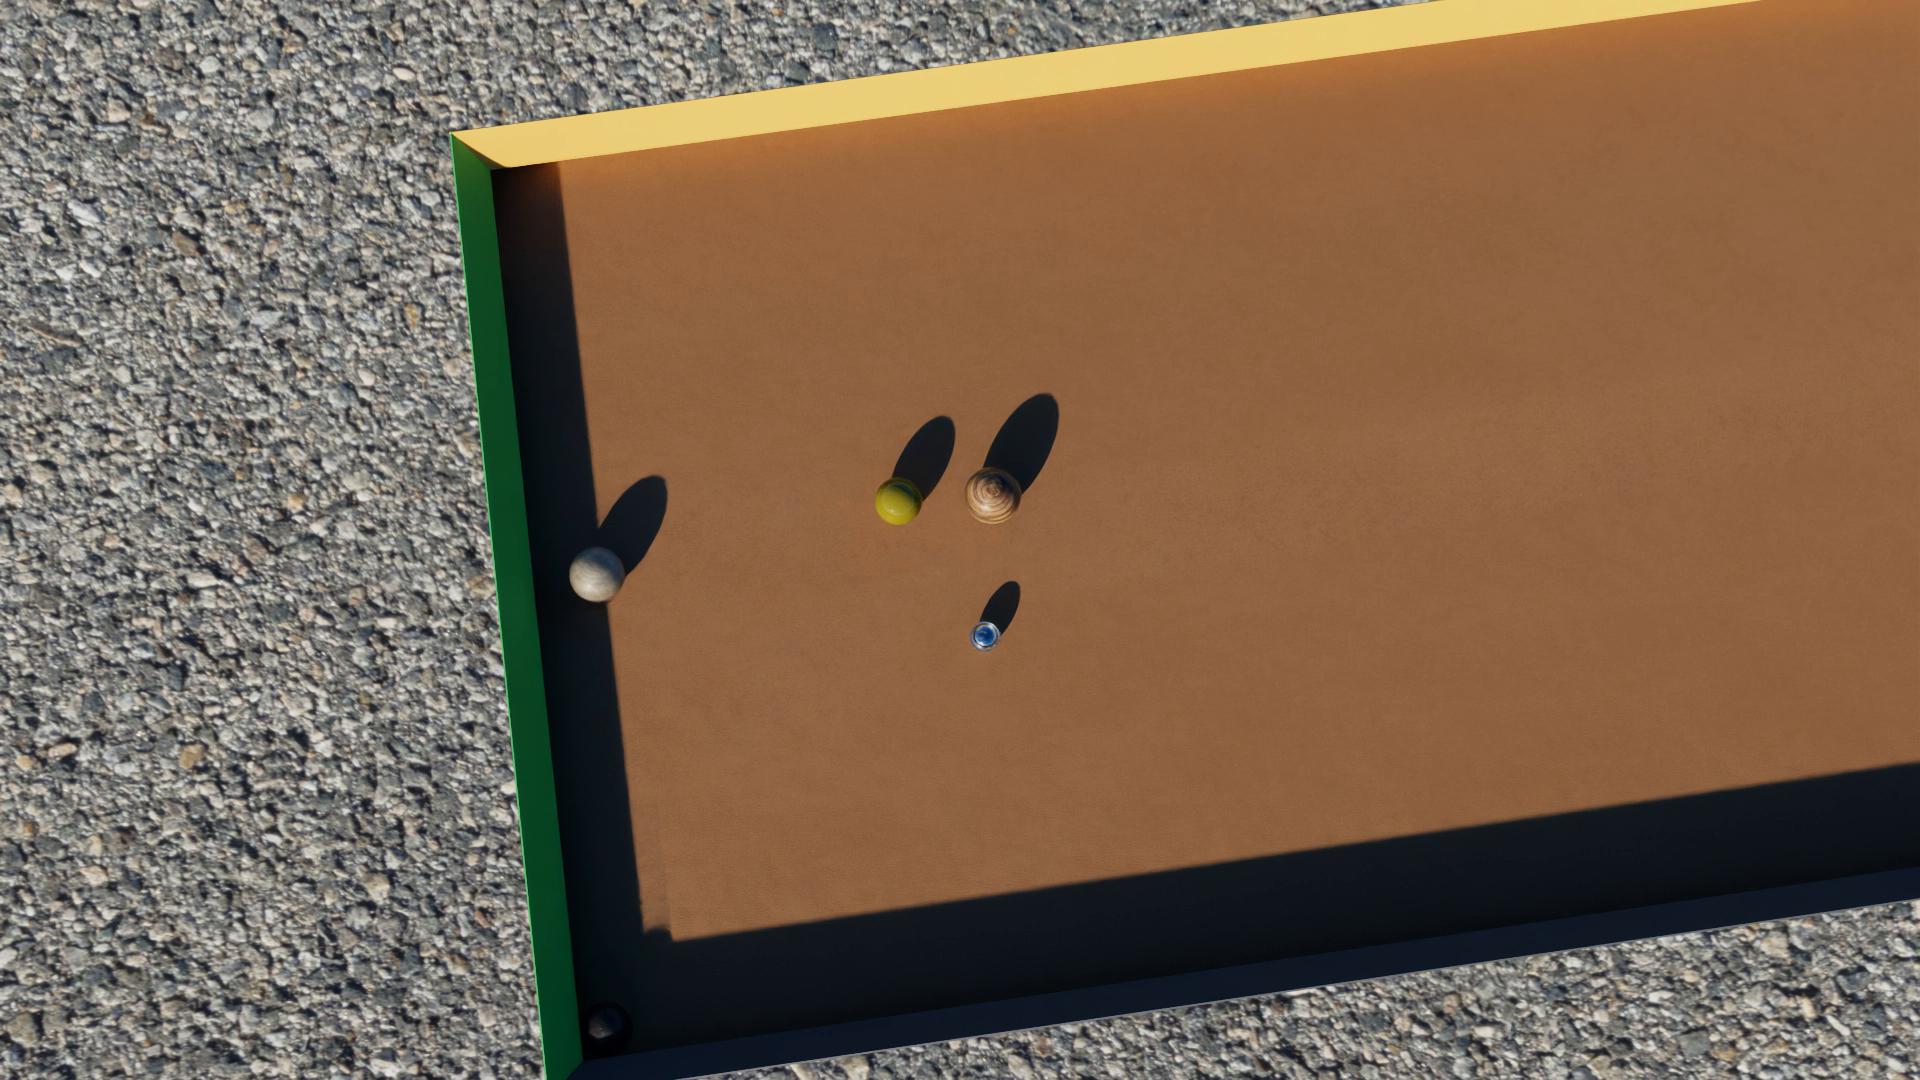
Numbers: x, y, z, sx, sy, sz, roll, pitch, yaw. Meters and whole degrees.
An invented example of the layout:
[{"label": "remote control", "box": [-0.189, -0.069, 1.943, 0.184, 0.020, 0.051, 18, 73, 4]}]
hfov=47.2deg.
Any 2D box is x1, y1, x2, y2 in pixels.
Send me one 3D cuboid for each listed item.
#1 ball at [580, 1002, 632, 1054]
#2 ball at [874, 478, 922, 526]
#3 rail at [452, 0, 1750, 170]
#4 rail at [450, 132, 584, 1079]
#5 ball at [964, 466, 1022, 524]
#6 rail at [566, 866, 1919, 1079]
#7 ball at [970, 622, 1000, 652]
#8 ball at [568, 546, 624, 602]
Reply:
[{"label": "ball", "box": [-0.507, 0.700, 3.156, 0.073, 0.073, 0.073, 0, 78, 0]}, {"label": "ball", "box": [-0.093, -0.058, 3.314, 0.072, 0.072, 0.072, 0, 78, 0]}, {"label": "rail", "box": [0.578, -0.777, 3.442, 2.734, 0.112, 0.045, -8, 78, -2]}, {"label": "rail", "box": [-0.653, 0.087, 3.262, 0.045, 0.112, 1.448, -8, 78, -2]}, {"label": "ball", "box": [0.049, -0.067, 3.309, 0.087, 0.087, 0.087, 0, 78, 0]}, {"label": "rail", "box": [0.775, 0.580, 3.160, 2.734, 0.112, 0.045, -8, 78, -2]}, {"label": "ball", "box": [0.038, 0.144, 3.286, 0.046, 0.046, 0.046, 0, 78, 0]}, {"label": "ball", "box": [-0.543, 0.051, 3.286, 0.083, 0.083, 0.083, 0, 78, 0]}]
